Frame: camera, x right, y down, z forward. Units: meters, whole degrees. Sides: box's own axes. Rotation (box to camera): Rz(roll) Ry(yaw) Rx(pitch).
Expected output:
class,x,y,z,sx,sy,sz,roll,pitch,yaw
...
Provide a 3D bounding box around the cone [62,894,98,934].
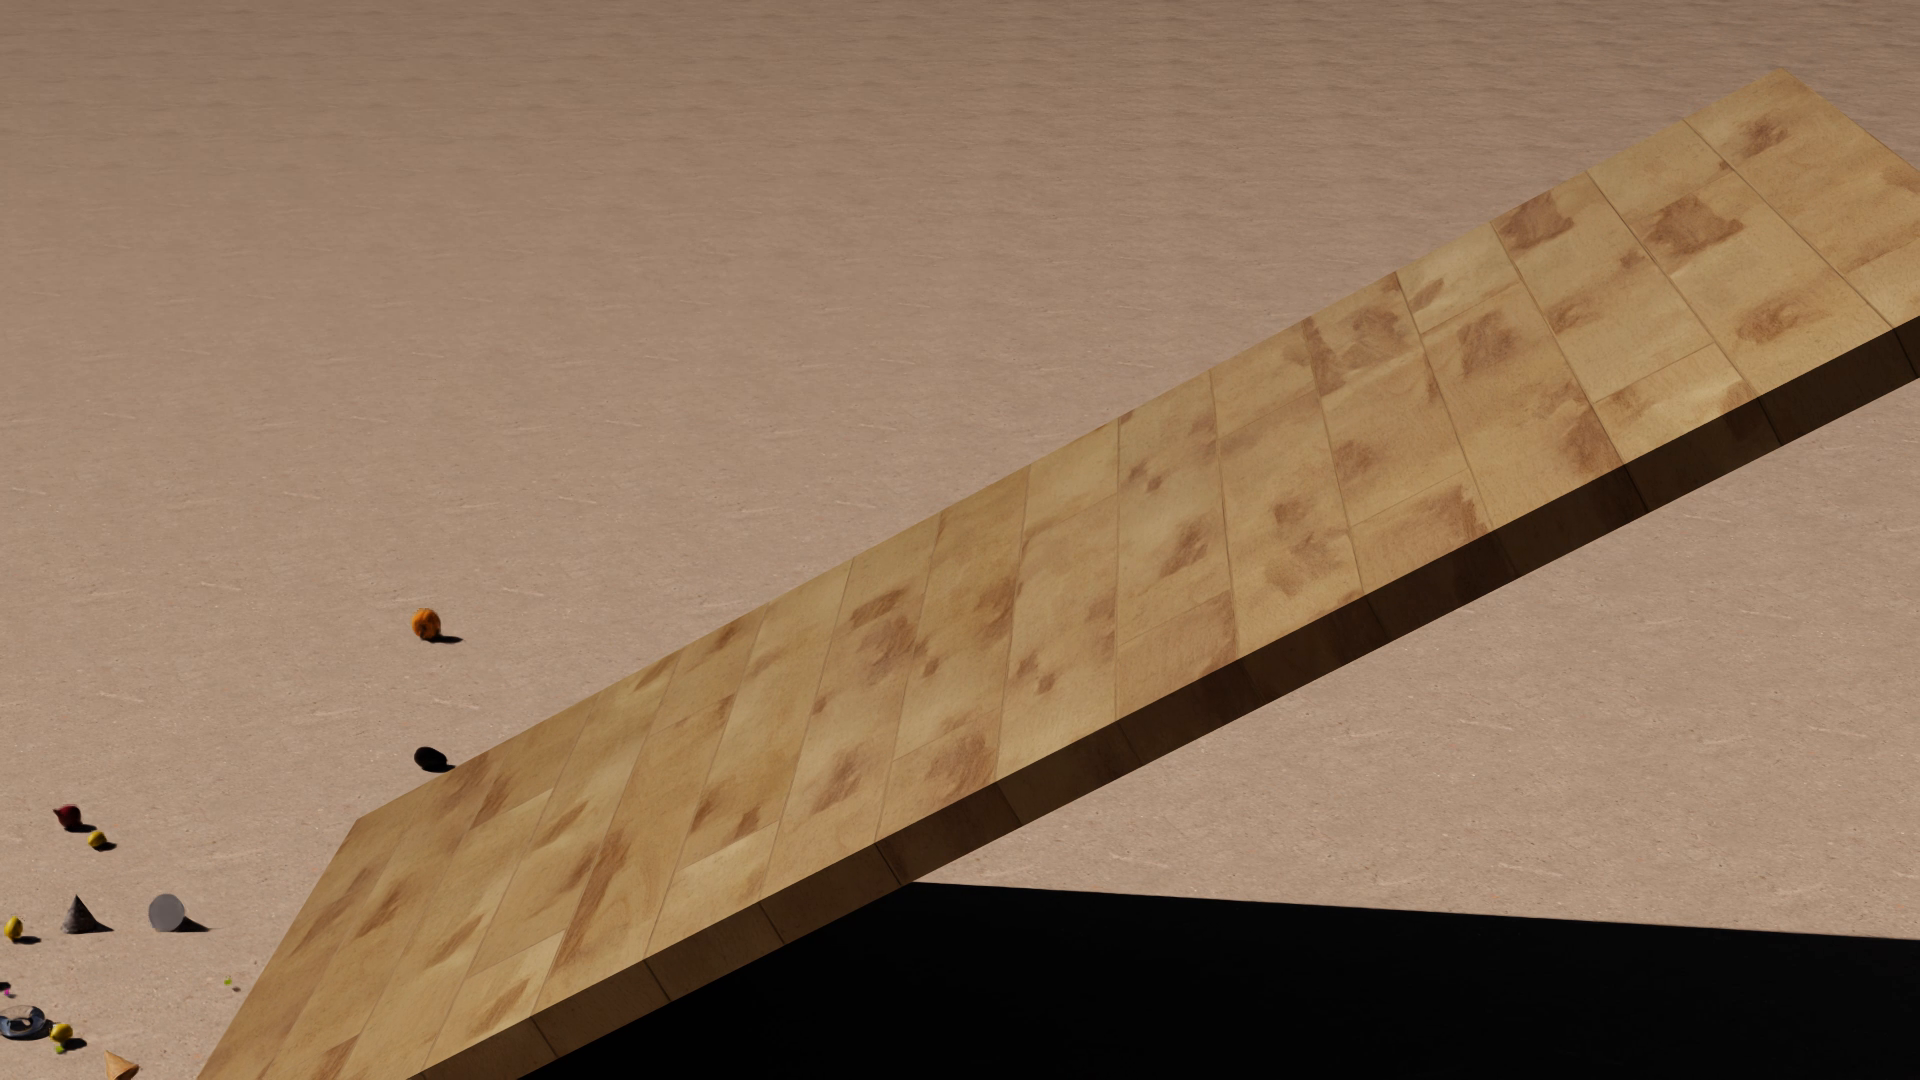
class,x,y,z,sx,sy,sz,roll,pitch,yaw
cone,-2.160,0.907,7.203,0.088,0.088,0.088,0,18,0

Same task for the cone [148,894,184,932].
class,x,y,z,sx,sy,sz,roll,pitch,yaw
cone,-1.936,0.919,7.239,0.093,0.093,0.093,3,-8,8

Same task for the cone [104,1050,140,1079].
class,x,y,z,sx,sy,sz,roll,pitch,yaw
cone,-1.851,1.147,6.439,0.078,0.078,0.078,49,38,14

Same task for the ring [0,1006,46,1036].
class,x,y,z,sx,sy,sz,roll,pitch,yaw
ring,-2.144,1.097,6.708,0.113,0.038,0.113,1,17,0

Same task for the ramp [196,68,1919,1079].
class,x,y,z,sx,sy,sz,roll,pitch,yaw
ramp,0.142,0.167,6.284,4.000,0.100,2.000,-28,15,12
